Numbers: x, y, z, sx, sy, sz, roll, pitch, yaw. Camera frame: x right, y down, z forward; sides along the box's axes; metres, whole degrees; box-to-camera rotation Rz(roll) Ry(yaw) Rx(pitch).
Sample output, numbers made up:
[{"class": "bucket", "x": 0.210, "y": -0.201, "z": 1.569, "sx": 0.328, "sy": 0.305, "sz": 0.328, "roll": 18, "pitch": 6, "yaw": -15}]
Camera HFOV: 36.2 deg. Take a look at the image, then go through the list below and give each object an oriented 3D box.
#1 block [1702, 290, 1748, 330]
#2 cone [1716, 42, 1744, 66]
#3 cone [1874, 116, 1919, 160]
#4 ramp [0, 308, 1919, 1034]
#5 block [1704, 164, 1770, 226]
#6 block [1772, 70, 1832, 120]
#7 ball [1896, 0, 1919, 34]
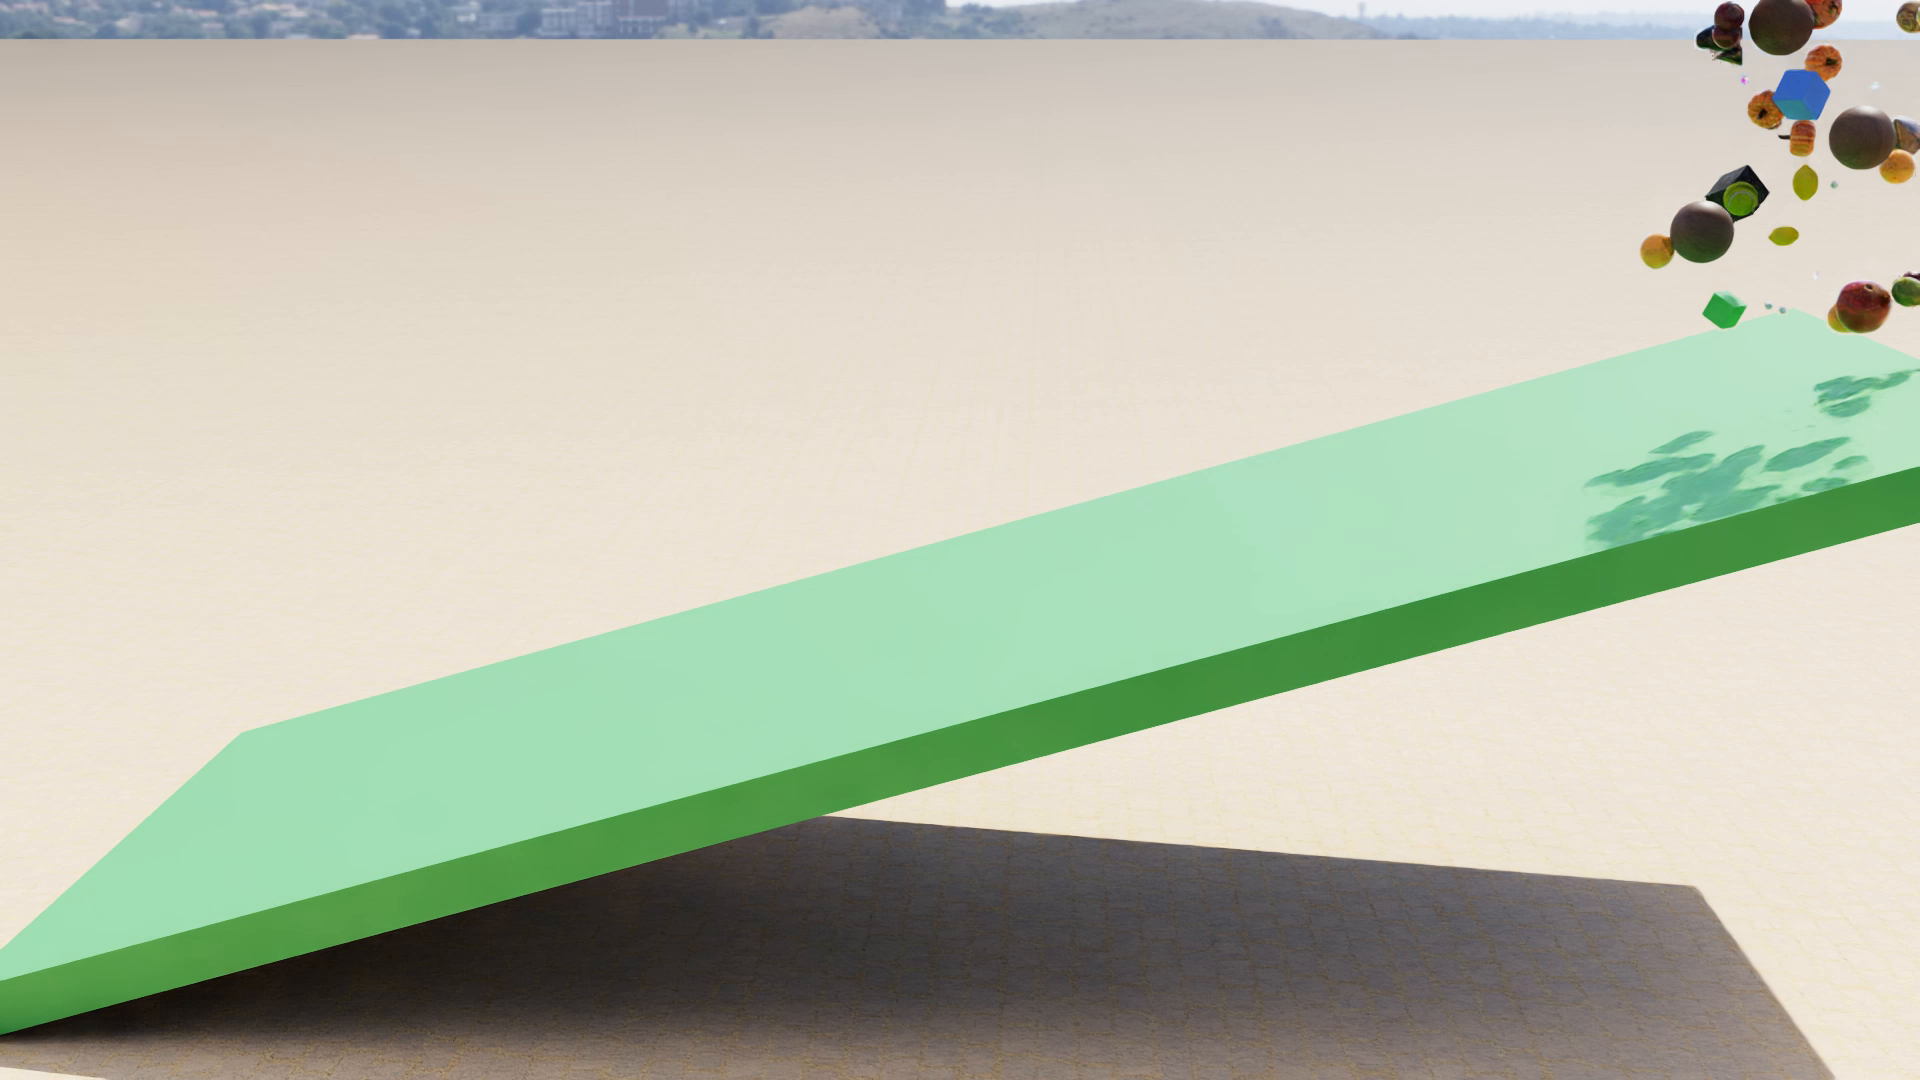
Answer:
[{"class": "block", "x": 1.541, "y": -0.464, "z": 5.927, "sx": 0.053, "sy": 0.053, "sz": 0.053, "roll": -12, "pitch": 47, "yaw": -44}, {"class": "cone", "x": 1.583, "y": -1.000, "z": 6.074, "sx": 0.052, "sy": 0.052, "sz": 0.052, "roll": -11, "pitch": 11, "yaw": -2}, {"class": "cone", "x": 1.964, "y": -0.863, "z": 6.165, "sx": 0.099, "sy": 0.099, "sz": 0.099, "roll": 4, "pitch": -15, "yaw": 23}, {"class": "ramp", "x": 0.085, "y": 0.189, "z": 6.325, "sx": 4.000, "sy": 0.100, "sz": 2.000, "roll": -15, "pitch": 10, "yaw": 4}, {"class": "block", "x": 1.654, "y": -0.734, "z": 6.260, "sx": 0.079, "sy": 0.079, "sz": 0.079, "roll": -48, "pitch": 13, "yaw": -30}, {"class": "block", "x": 1.697, "y": -0.897, "z": 5.929, "sx": 0.071, "sy": 0.071, "sz": 0.071, "roll": 12, "pitch": -20, "yaw": 49}, {"class": "ball", "x": 1.965, "y": -1.079, "z": 6.060, "sx": 0.070, "sy": 0.070, "sz": 0.070, "roll": 0, "pitch": 10, "yaw": 0}]
